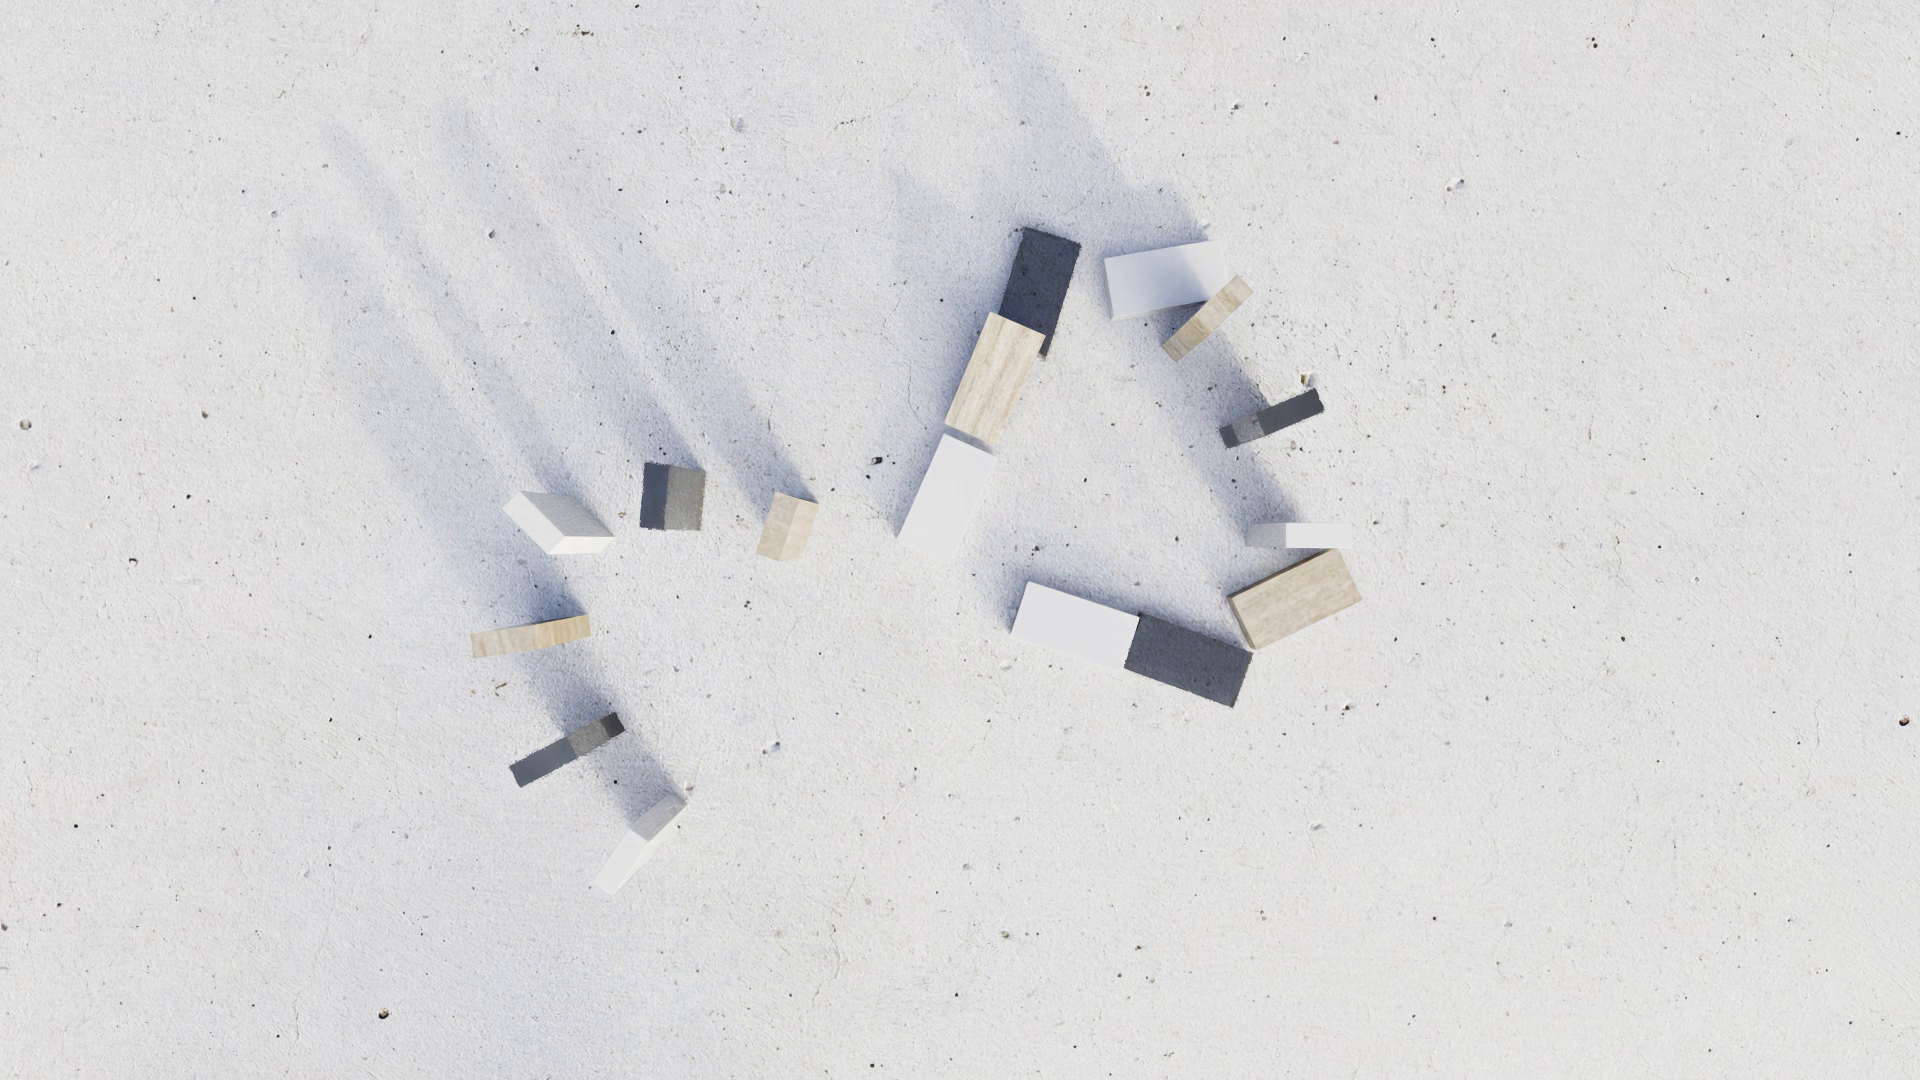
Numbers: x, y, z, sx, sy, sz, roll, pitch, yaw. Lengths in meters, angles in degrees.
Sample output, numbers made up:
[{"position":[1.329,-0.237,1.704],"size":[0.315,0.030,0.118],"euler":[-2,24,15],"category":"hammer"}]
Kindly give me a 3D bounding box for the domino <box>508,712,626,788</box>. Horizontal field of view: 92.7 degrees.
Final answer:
[{"position":[-0.159,0.085,0.375],"size":[0.025,0.050,0.009],"euler":[-28,90,0],"category":"domino"}]

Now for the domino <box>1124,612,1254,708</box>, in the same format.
[{"position":[0.097,0.051,0.395],"size":[0.050,0.009,0.025],"euler":[20,90,0],"category":"domino"}]

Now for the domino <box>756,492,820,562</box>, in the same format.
[{"position":[-0.070,-0.005,0.375],"size":[0.010,0.050,0.025],"euler":[18,90,0],"category":"domino"}]

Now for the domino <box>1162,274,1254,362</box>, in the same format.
[{"position":[0.100,-0.089,0.375],"size":[0.025,0.050,0.010],"euler":[-44,90,0],"category":"domino"}]

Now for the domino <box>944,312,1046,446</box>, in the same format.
[{"position":[0.015,-0.068,0.389],"size":[0.025,0.010,0.050],"euler":[23,104,0],"category":"domino"}]

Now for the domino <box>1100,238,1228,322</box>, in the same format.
[{"position":[0.088,-0.112,0.395],"size":[0.050,0.010,0.025],"euler":[-10,90,0],"category":"domino"}]

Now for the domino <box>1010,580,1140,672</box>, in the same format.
[{"position":[0.049,0.037,0.395],"size":[0.050,0.009,0.025],"euler":[18,90,0],"category":"domino"}]

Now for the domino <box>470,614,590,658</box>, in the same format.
[{"position":[-0.174,0.039,0.375],"size":[0.025,0.050,0.009],"euler":[-8,90,0],"category":"domino"}]

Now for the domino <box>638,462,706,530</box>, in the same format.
[{"position":[-0.117,-0.017,0.375],"size":[0.010,0.050,0.025],"euler":[5,90,0],"category":"domino"}]

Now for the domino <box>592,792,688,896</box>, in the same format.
[{"position":[-0.130,0.123,0.375],"size":[0.010,0.050,0.025],"euler":[34,90,0],"category":"domino"}]

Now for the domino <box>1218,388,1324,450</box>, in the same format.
[{"position":[0.126,-0.049,0.375],"size":[0.025,0.050,0.010],"euler":[-23,90,0],"category":"domino"}]

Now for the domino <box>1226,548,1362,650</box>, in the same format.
[{"position":[0.144,0.025,0.395],"size":[0.050,0.009,0.025],"euler":[-26,90,0],"category":"domino"}]

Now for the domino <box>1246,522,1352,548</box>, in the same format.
[{"position":[0.137,-0.002,0.375],"size":[0.025,0.050,0.010],"euler":[0,90,0],"category":"domino"}]

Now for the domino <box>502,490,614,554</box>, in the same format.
[{"position":[-0.163,-0.007,0.375],"size":[0.009,0.050,0.025],"euler":[-45,90,0],"category":"domino"}]

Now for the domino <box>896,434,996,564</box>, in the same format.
[{"position":[-0.006,-0.018,0.395],"size":[0.025,0.010,0.050],"euler":[24,90,0],"category":"domino"}]

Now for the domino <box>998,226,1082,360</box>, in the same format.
[{"position":[0.033,-0.106,0.395],"size":[0.025,0.009,0.050],"euler":[17,90,0],"category":"domino"}]
